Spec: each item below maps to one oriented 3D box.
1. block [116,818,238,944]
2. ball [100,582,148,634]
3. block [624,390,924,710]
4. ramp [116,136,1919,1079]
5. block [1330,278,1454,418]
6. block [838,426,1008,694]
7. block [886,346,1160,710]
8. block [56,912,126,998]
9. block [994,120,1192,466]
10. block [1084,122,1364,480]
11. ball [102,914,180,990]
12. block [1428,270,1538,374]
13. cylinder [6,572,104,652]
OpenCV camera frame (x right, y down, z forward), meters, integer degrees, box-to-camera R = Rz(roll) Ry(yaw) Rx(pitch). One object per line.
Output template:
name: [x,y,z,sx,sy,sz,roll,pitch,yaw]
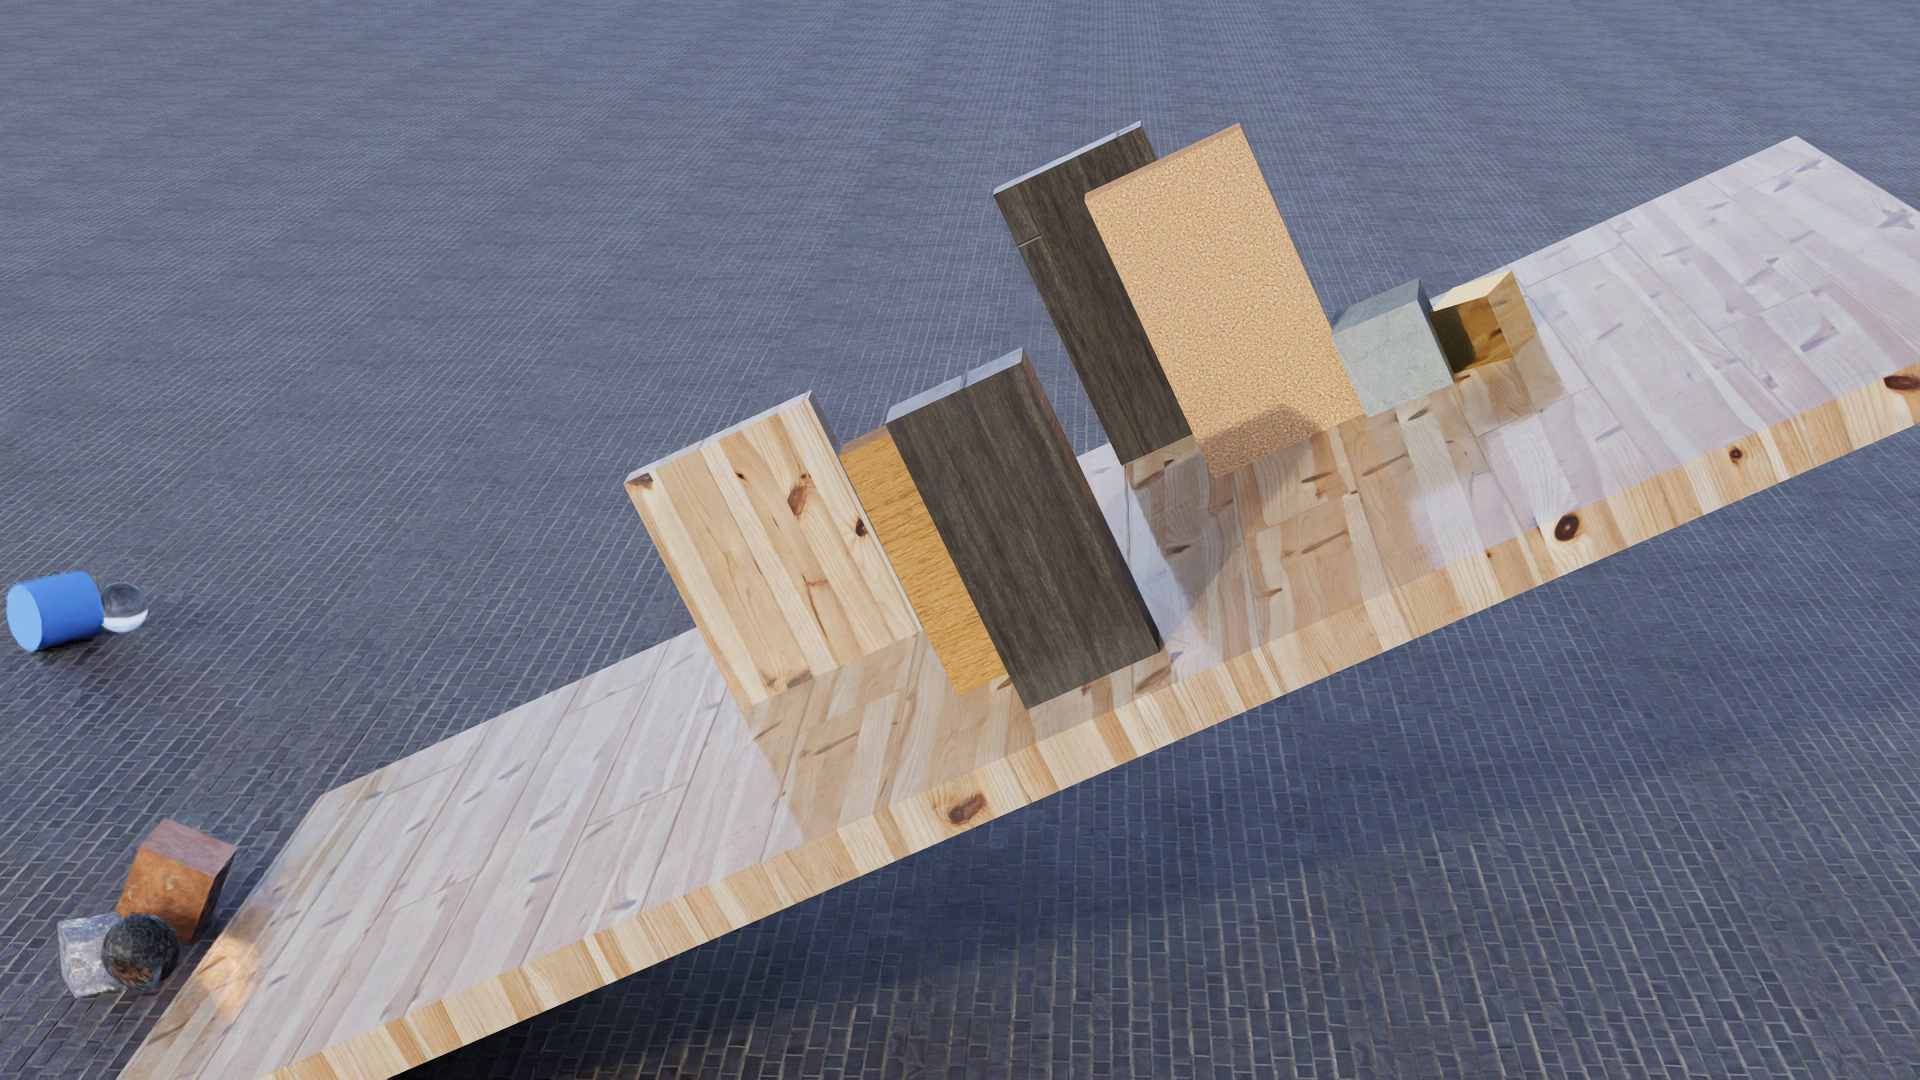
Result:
block: [-1.843,0.801,6.920,0.185,0.185,0.185,23,16,-4]
ball: [-2.611,0.210,9.155,0.162,0.162,0.162,0,16,0]
block: [-0.399,0.024,6.386,0.444,0.565,0.093,-24,13,9]
ramp: [0.136,0.169,6.282,4.000,0.100,2.000,-24,13,9]
block: [0.938,-0.417,6.364,0.199,0.199,0.199,-22,14,17]
block: [0.011,0.002,5.765,0.284,0.533,0.101,-24,13,9]
block: [0.120,-0.020,5.480,0.275,0.607,0.132,-24,13,9]
block: [-1.955,0.936,6.648,0.132,0.132,0.132,-8,17,-27]
block: [0.399,-0.572,6.860,0.374,0.708,0.097,-24,13,9]
block: [0.577,-0.514,6.370,0.365,0.675,0.097,-24,13,9]
ball: [-1.821,0.914,6.539,0.168,0.168,0.168,0,16,0]
block: [1.125,-0.469,6.328,0.146,0.146,0.146,-15,17,39]
cylinder: [-2.782,0.218,9.042,0.208,0.208,0.208,15,21,42]
